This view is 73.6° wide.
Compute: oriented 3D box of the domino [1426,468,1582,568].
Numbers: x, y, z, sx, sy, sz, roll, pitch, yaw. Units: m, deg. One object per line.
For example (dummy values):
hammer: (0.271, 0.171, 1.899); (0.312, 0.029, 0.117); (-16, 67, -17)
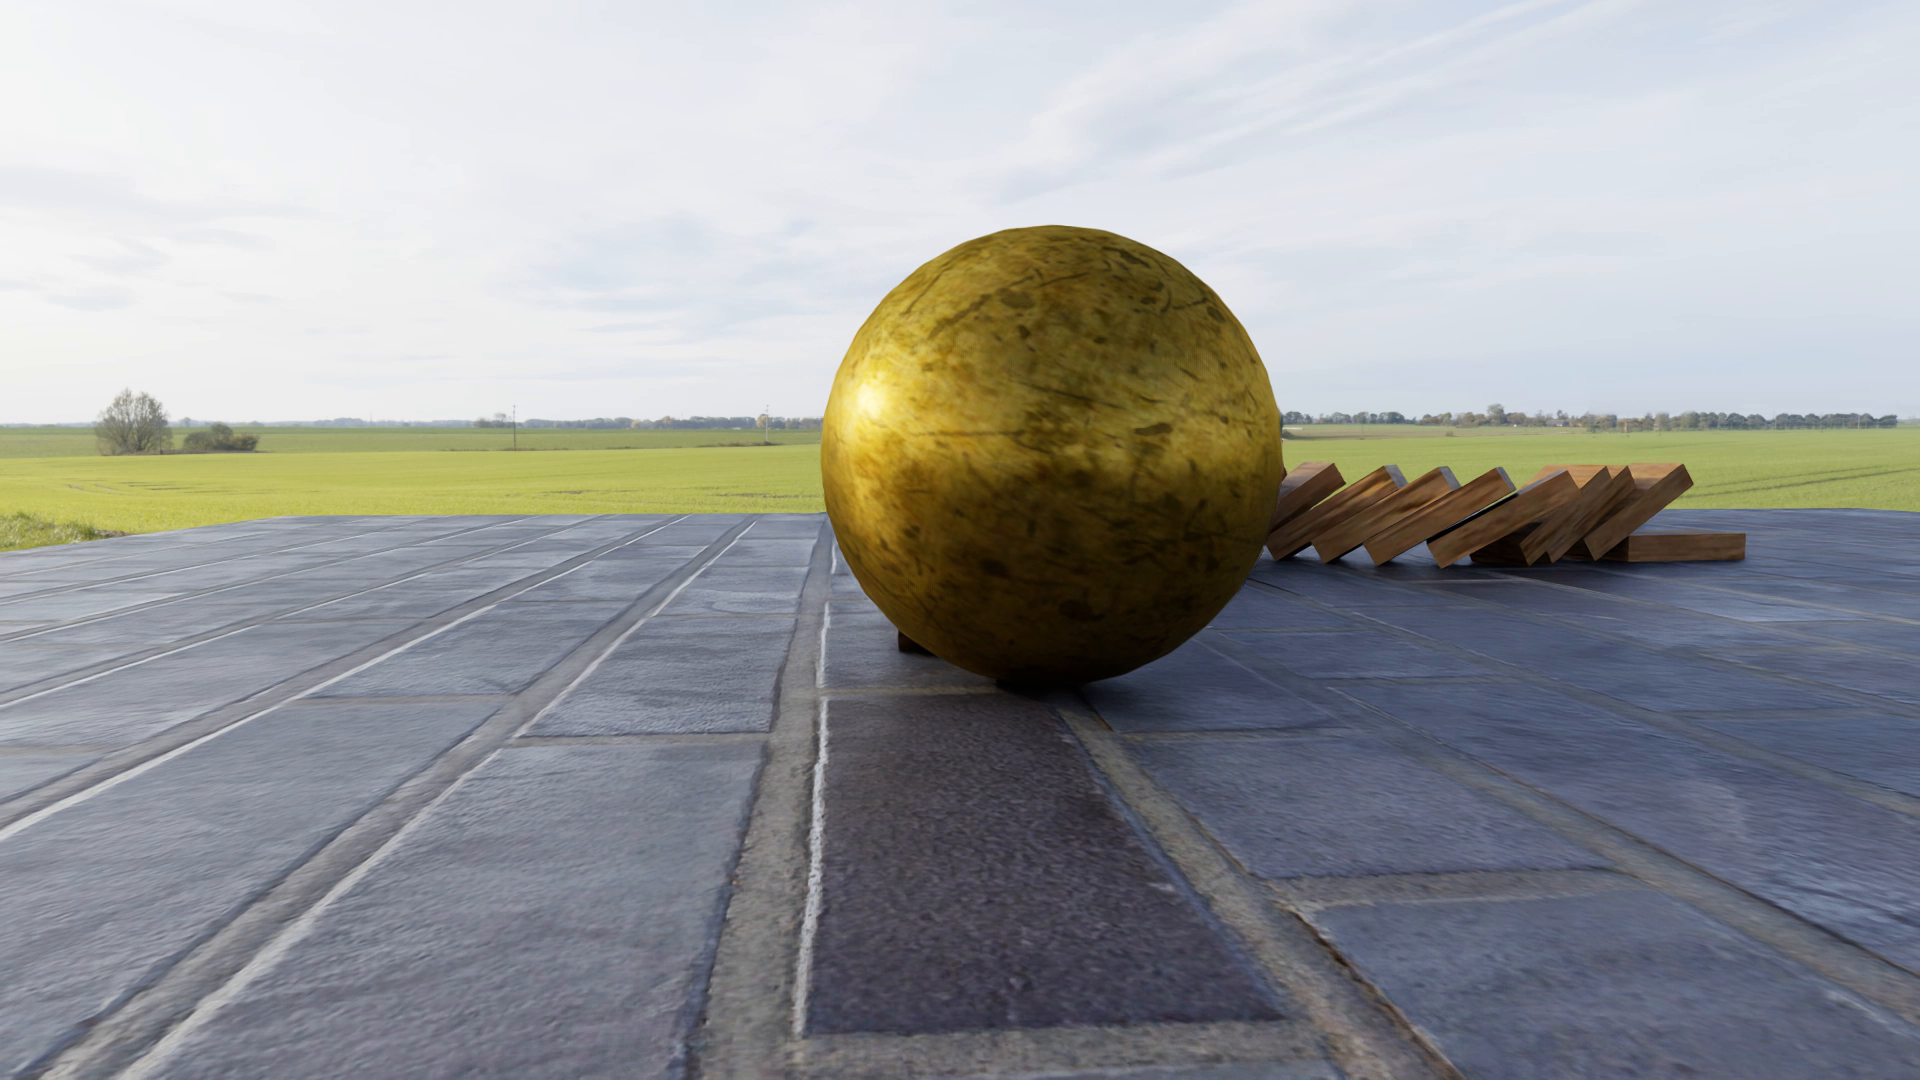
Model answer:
domino: (0.186, -0.007, 0.440); (0.050, 0.009, 0.025); (-31, -7, 19)

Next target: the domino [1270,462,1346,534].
domino: (0.119, -0.012, 0.490); (0.050, 0.009, 0.025); (-34, 9, -6)

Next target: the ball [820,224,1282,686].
ball: (0.016, -0.014, 0.226); (0.080, 0.080, 0.080); (0, 4, 0)

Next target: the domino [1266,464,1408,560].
domino: (0.137, -0.010, 0.466); (0.050, 0.009, 0.025); (-35, -12, 26)

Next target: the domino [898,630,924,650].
domino: (0.000, -0.001, 0.272); (0.025, 0.050, 0.009); (0, -29, -1)

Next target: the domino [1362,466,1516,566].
domino: (0.167, -0.008, 0.447); (0.050, 0.010, 0.025); (-34, -12, 25)

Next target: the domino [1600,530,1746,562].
domino: (0.263, 0.002, 0.480); (0.050, 0.009, 0.025); (-1, 4, -13)

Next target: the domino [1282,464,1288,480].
domino: (0.100, -0.013, 0.484); (0.025, 0.009, 0.050); (-1, 38, 50)

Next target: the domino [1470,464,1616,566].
domino: (0.208, -0.009, 0.461); (0.050, 0.009, 0.025); (-36, 18, -19)

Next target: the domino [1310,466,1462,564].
domino: (0.152, -0.009, 0.456); (0.050, 0.010, 0.025); (-34, -12, 26)

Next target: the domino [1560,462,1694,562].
domino: (0.242, -0.011, 0.476); (0.050, 0.009, 0.025); (-34, 11, -10)

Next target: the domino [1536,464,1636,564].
domino: (0.222, -0.010, 0.473); (0.050, 0.009, 0.025); (-36, 18, -19)
